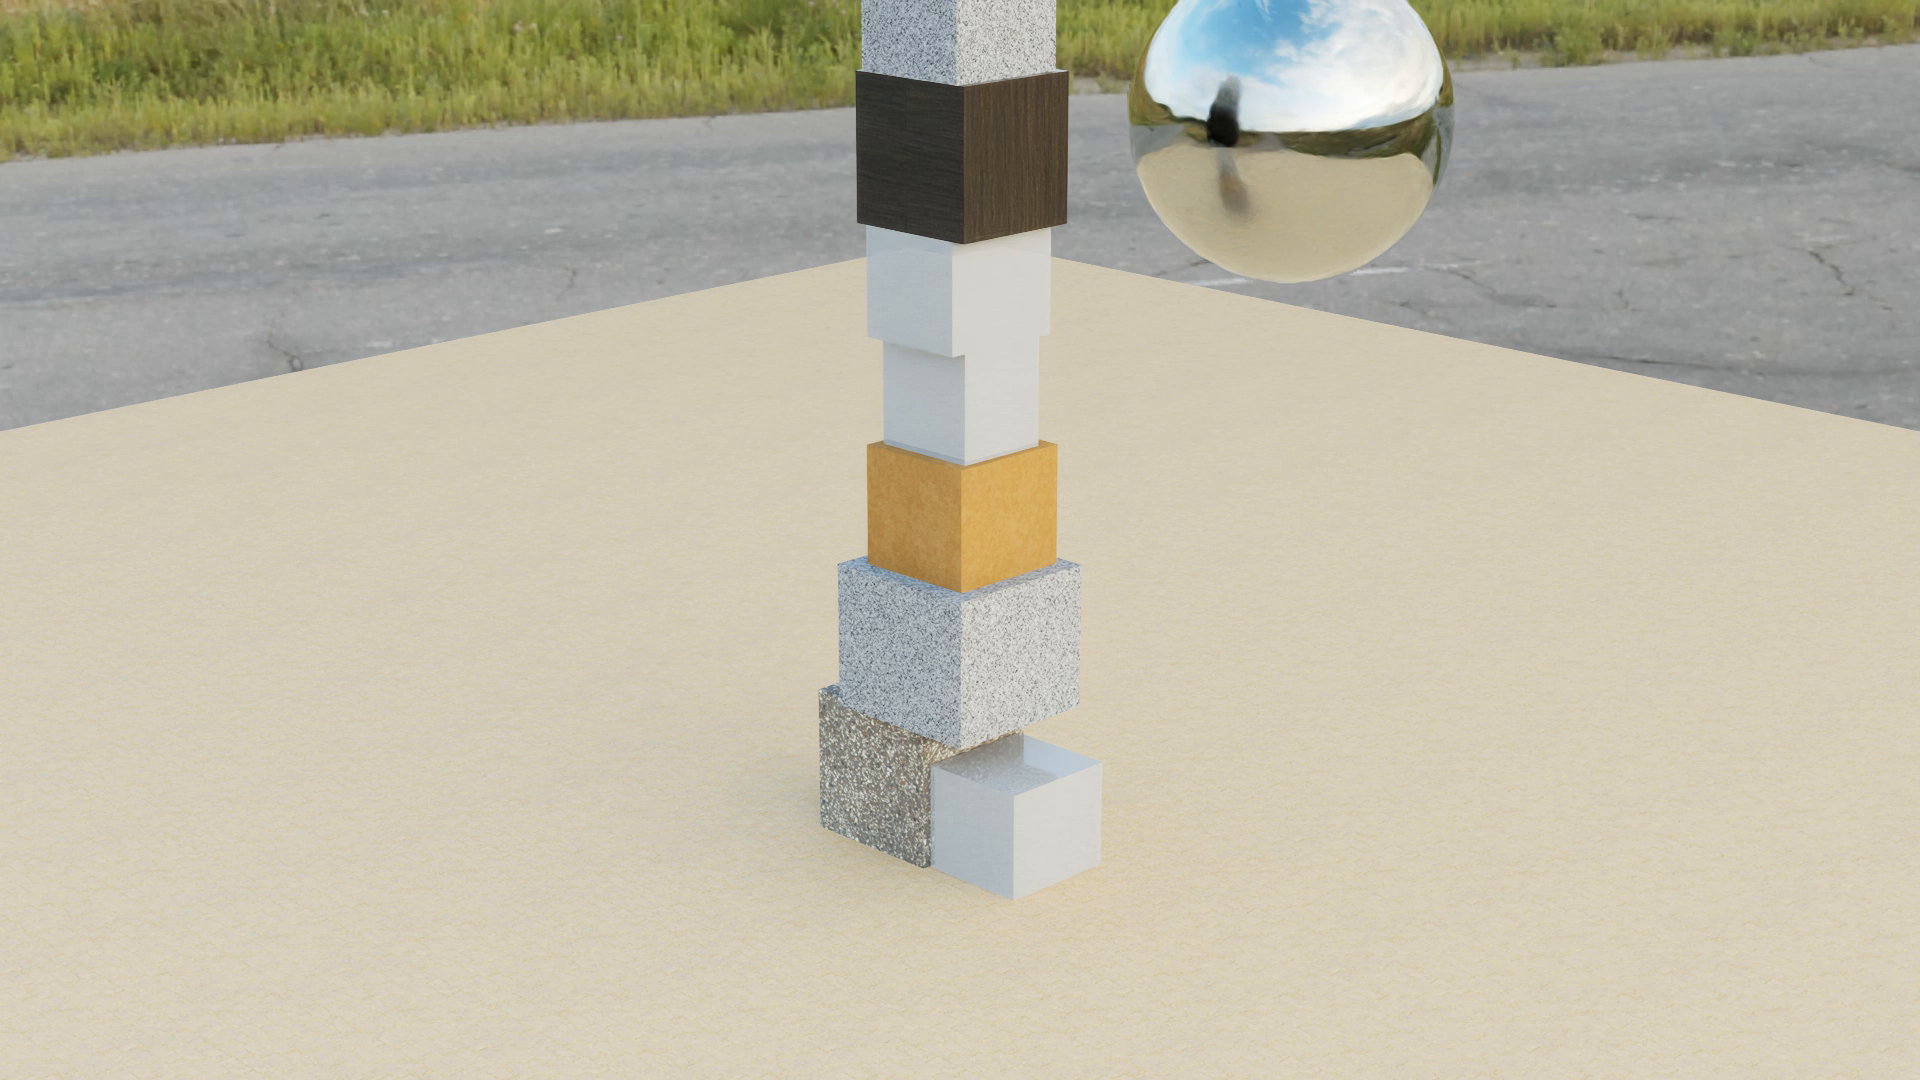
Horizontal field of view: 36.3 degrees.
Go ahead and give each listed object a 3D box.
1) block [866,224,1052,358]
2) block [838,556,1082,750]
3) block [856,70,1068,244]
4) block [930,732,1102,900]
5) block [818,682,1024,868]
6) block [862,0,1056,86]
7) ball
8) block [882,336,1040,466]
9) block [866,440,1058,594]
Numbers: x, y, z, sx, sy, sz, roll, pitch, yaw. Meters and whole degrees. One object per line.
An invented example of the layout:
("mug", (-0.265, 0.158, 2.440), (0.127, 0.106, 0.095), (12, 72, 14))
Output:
("block", (-0.005, -1.151, 12.975), (0.614, 0.504, 0.536), (-17, 24, -42))
("block", (-0.002, 0.439, 13.477), (0.777, 0.688, 0.796), (-17, 24, -42))
("block", (0.009, -1.715, 12.812), (0.644, 0.671, 0.665), (-17, 24, -42))
("block", (0.258, 1.264, 13.480), (0.581, 0.506, 0.530), (-17, 24, -42))
("block", (-0.183, 1.039, 13.877), (0.663, 0.697, 0.704), (-17, 24, -42))
("block", (-0.005, -2.270, 12.623), (0.605, 0.500, 0.579), (-17, 24, -42))
("ball", (1.623, -2.065, 14.394), (1.600, 1.600, 1.600), (0, 17, 0))
("block", (0.004, -0.671, 13.135), (0.467, 0.507, 0.518), (-17, 24, -42))
("block", (0.010, -0.162, 13.301), (0.614, 0.564, 0.604), (-17, 24, -42))
